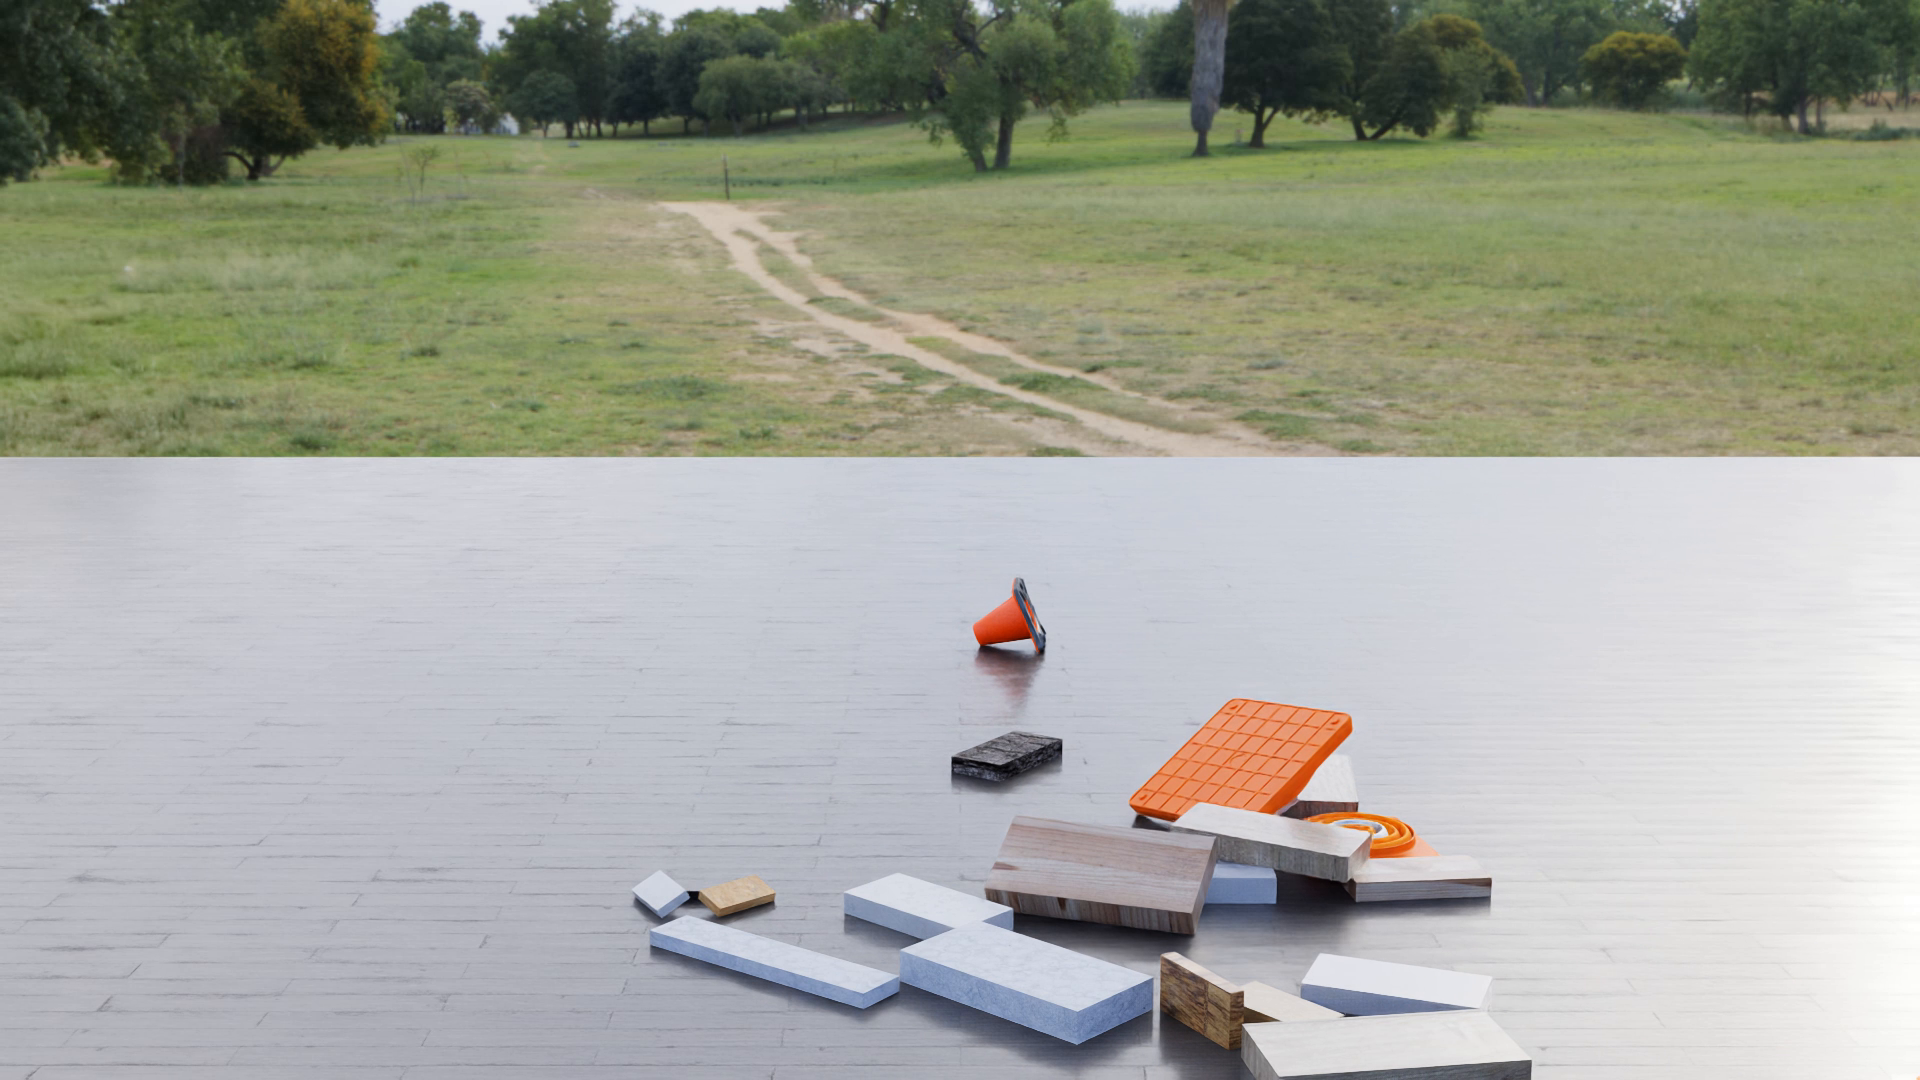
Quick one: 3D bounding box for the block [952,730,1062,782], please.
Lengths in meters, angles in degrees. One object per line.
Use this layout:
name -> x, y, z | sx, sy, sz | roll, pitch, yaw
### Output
block -> 0.096, 0.433, 4.425 | 0.116, 0.033, 0.231 | 7, 13, 34

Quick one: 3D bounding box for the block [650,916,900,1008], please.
block -> -0.287, 0.638, 3.344 | 0.430, 0.024, 0.084 | 8, 13, 36

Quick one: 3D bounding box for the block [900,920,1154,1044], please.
block -> 0.095, 0.646, 3.235 | 0.345, 0.049, 0.172 | 10, 14, 42

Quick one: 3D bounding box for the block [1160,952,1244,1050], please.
block -> 0.341, 0.651, 3.112 | 0.024, 0.084, 0.167 | -6, 12, -29

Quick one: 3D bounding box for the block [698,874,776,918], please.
block -> -0.366, 0.584, 3.612 | 0.114, 0.016, 0.057 | -10, 32, -42

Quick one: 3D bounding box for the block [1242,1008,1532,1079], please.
block -> 0.570, 0.697, 2.957 | 0.345, 0.049, 0.172 | -2, 11, -9

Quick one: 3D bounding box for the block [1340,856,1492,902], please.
block -> 0.762, 0.568, 3.697 | 0.231, 0.033, 0.116 | -1, 11, -7

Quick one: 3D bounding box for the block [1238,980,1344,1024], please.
block -> 0.457, 0.676, 3.143 | 0.084, 0.024, 0.167 | -9, 14, -40

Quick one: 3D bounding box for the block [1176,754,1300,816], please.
block -> 0.513, 0.472, 4.078 | 0.116, 0.033, 0.231 | -34, 23, -18

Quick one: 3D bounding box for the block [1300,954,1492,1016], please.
block -> 0.636, 0.658, 3.204 | 0.255, 0.036, 0.127 | 4, 11, 21

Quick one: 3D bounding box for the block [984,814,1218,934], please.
block -> 0.231, 0.544, 3.588 | 0.345, 0.049, 0.172 | 4, 38, 20

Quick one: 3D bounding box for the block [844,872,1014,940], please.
block -> -0.052, 0.596, 3.537 | 0.255, 0.036, 0.127 | 9, 14, 41

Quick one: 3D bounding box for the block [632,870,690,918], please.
block -> -0.492, 0.581, 3.609 | 0.057, 0.016, 0.114 | -34, 24, -20

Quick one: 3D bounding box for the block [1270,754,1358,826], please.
block -> 0.671, 0.472, 4.187 | 0.154, 0.044, 0.308 | 1, 11, 7

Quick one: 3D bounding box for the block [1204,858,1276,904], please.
block -> 0.368, 0.563, 3.696 | 0.308, 0.044, 0.154 | 0, 11, 1

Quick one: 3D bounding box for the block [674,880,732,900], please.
block -> -0.436, 0.583, 3.664 | 0.114, 0.016, 0.057 | 0, 11, 0

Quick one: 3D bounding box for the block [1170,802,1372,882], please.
block -> 0.528, 0.511, 3.735 | 0.308, 0.044, 0.154 | 8, 12, 23
